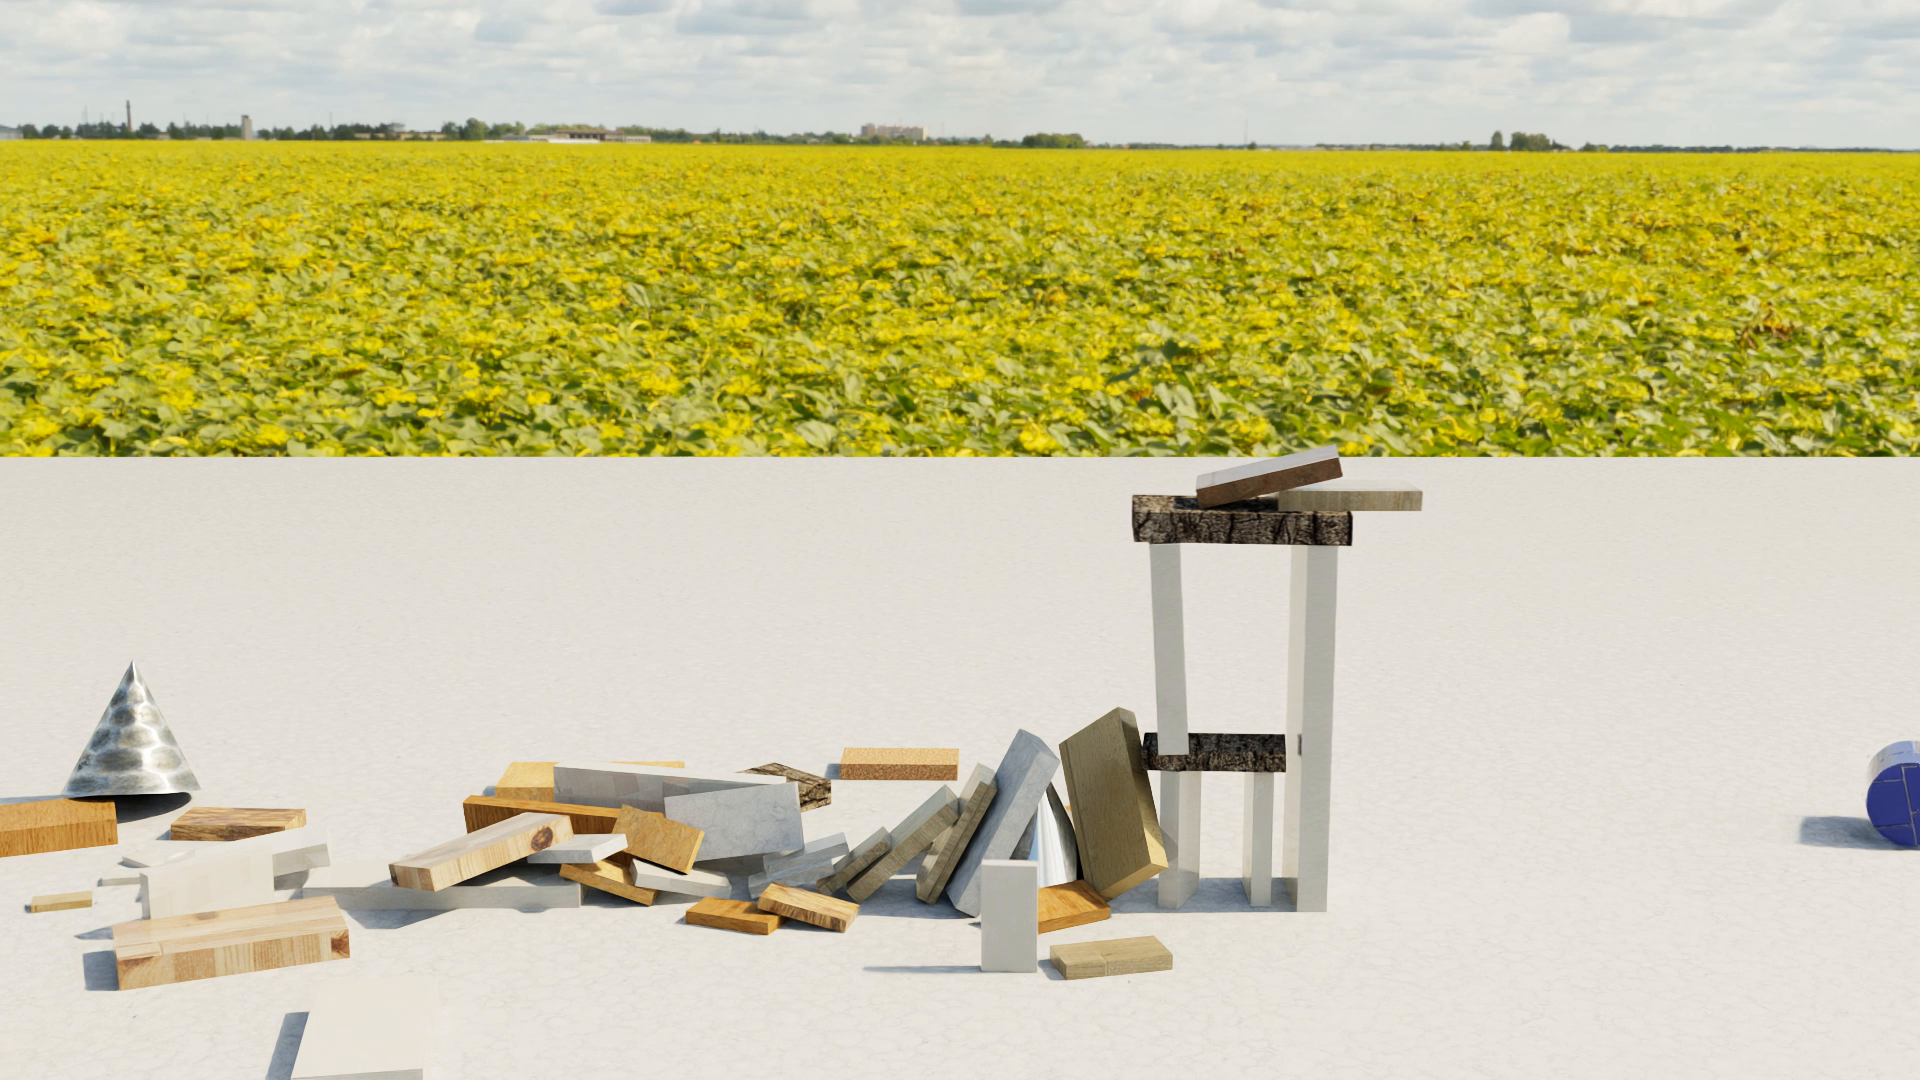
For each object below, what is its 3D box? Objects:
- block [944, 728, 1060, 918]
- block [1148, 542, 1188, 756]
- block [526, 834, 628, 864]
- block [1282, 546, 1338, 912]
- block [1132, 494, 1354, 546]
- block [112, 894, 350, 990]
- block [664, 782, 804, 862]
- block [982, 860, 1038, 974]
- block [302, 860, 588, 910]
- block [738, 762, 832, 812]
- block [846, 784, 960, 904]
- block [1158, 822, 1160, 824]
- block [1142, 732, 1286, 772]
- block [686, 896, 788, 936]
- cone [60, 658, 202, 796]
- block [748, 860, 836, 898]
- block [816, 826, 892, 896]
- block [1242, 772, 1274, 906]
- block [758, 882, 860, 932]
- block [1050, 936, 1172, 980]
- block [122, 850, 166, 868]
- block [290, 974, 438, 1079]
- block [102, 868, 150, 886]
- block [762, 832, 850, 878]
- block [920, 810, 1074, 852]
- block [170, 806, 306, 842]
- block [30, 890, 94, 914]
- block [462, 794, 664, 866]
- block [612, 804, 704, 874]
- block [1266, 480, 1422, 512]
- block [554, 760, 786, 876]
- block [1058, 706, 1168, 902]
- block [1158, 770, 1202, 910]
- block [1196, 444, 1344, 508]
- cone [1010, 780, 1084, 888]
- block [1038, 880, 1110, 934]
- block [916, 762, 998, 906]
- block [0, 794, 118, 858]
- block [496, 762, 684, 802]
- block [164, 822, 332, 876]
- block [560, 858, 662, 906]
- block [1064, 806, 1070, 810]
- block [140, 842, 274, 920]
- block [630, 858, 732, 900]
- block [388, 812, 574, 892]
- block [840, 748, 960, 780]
[{"bbox_3d":[0.064,0.462,3.609,0.041,0.289,0.144,27,4,-15],"label":"block"},{"bbox_3d":[0.339,0.161,3.584,0.049,0.343,0.171,-3,10,5],"label":"block"},{"bbox_3d":[-0.635,0.511,3.639,0.158,0.022,0.079,-6,9,37],"label":"block"},{"bbox_3d":[0.573,0.292,3.611,0.049,0.608,0.171,0,11,0],"label":"block"},{"bbox_3d":[0.452,-0.033,3.554,0.343,0.049,0.171,1,11,3],"label":"block"},{"bbox_3d":[-1.124,0.618,3.389,0.332,0.047,0.166,-5,11,-23],"label":"block"},{"bbox_3d":[-0.379,0.475,3.692,0.222,0.111,0.031,-7,-4,3],"label":"block"},{"bbox_3d":[0.075,0.568,3.322,0.085,0.169,0.024,1,11,5],"label":"block"},{"bbox_3d":[-0.849,0.572,3.660,0.450,0.038,0.135,0,11,-1],"label":"block"},{"bbox_3d":[-0.421,0.487,4.096,0.335,0.047,0.167,-10,15,-43],"label":"block"},{"bbox_3d":[-0.095,0.505,3.657,0.222,0.031,0.111,-42,9,6],"label":"block"},{"bbox_3d":[0.332,0.530,3.937,0.146,0.021,0.073,-5,11,-23],"label":"block"},{"bbox_3d":[0.416,0.348,3.605,0.232,0.033,0.116,0,10,7],"label":"block"},{"bbox_3d":[-0.358,0.604,3.536,0.148,0.021,0.074,4,11,22],"label":"block"},{"bbox_3d":[-1.558,0.348,4.139,0.250,0.250,0.250,-1,-4,0],"label":"cone"},{"bbox_3d":[-0.281,0.559,3.667,0.143,0.020,0.072,-16,8,-4],"label":"block"},{"bbox_3d":[-0.177,0.538,3.662,0.143,0.020,0.072,-38,9,6],"label":"block"},{"bbox_3d":[0.494,0.476,3.647,0.033,0.232,0.116,0,11,0],"label":"block"},{"bbox_3d":[-0.243,0.589,3.535,0.148,0.021,0.074,14,13,11],"label":"block"},{"bbox_3d":[0.230,0.637,3.352,0.169,0.024,0.085,-3,11,-15],"label":"block"},{"bbox_3d":[-1.405,0.557,3.810,0.093,0.013,0.046,8,13,38],"label":"block"},{"bbox_3d":[-0.813,0.686,3.023,0.166,0.047,0.332,-2,11,-10],"label":"block"},{"bbox_3d":[-1.404,0.571,3.733,0.093,0.013,0.046,-2,11,-12],"label":"block"},{"bbox_3d":[-0.258,0.528,3.689,0.143,0.020,0.072,-16,8,-5],"label":"block"},{"bbox_3d":[0.056,0.509,3.841,0.289,0.041,0.144,-2,-14,-9],"label":"block"},{"bbox_3d":[-1.307,0.516,3.988,0.210,0.030,0.105,1,11,3],"label":"block"},{"bbox_3d":[-1.474,0.594,3.611,0.093,0.013,0.046,-4,11,-19],"label":"block"},{"bbox_3d":[-0.683,0.510,3.804,0.366,0.105,0.030,3,22,16],"label":"block"},{"bbox_3d":[-0.507,0.499,3.667,0.148,0.074,0.021,16,-13,17],"label":"block"},{"bbox_3d":[0.618,-0.072,3.551,0.230,0.033,0.115,0,11,-2],"label":"block"},{"bbox_3d":[-0.501,0.481,3.799,0.411,0.167,0.047,3,11,15],"label":"block"},{"bbox_3d":[0.252,0.438,3.648,0.041,0.289,0.144,21,-44,-38],"label":"block"},{"bbox_3d":[0.364,0.479,3.632,0.033,0.232,0.116,5,11,24],"label":"block"},{"bbox_3d":[0.496,-0.103,3.537,0.230,0.033,0.115,-13,11,10],"label":"block"},{"bbox_3d":[0.128,0.469,3.678,0.235,0.235,0.235,0,11,0],"label":"cone"},{"bbox_3d":[0.148,0.592,3.535,0.169,0.024,0.085,-6,27,-30],"label":"block"},{"bbox_3d":[-0.007,0.486,3.649,0.031,0.222,0.111,27,9,-6],"label":"block"},{"bbox_3d":[-1.687,0.517,3.931,0.332,0.047,0.166,-4,11,-22],"label":"block"},{"bbox_3d":[-0.701,0.469,4.191,0.335,0.047,0.167,0,11,-1],"label":"block"},{"bbox_3d":[-1.204,0.541,3.719,0.269,0.038,0.135,-11,11,-14],"label":"block"},{"bbox_3d":[-0.576,0.559,3.644,0.158,0.022,0.079,18,10,3],"label":"block"},{"bbox_3d":[0.224,0.508,4.053,0.146,0.021,0.073,-4,11,-22],"label":"block"},{"bbox_3d":[-1.207,0.562,3.533,0.030,0.105,0.210,10,15,44],"label":"block"},{"bbox_3d":[-0.464,0.562,3.650,0.158,0.022,0.079,12,7,-17],"label":"block"},{"bbox_3d":[-0.789,0.513,3.631,0.269,0.038,0.135,-18,9,-42],"label":"block"},{"bbox_3d":[-0.118,0.444,4.364,0.230,0.033,0.115,0,11,2],"label":"block"}]
